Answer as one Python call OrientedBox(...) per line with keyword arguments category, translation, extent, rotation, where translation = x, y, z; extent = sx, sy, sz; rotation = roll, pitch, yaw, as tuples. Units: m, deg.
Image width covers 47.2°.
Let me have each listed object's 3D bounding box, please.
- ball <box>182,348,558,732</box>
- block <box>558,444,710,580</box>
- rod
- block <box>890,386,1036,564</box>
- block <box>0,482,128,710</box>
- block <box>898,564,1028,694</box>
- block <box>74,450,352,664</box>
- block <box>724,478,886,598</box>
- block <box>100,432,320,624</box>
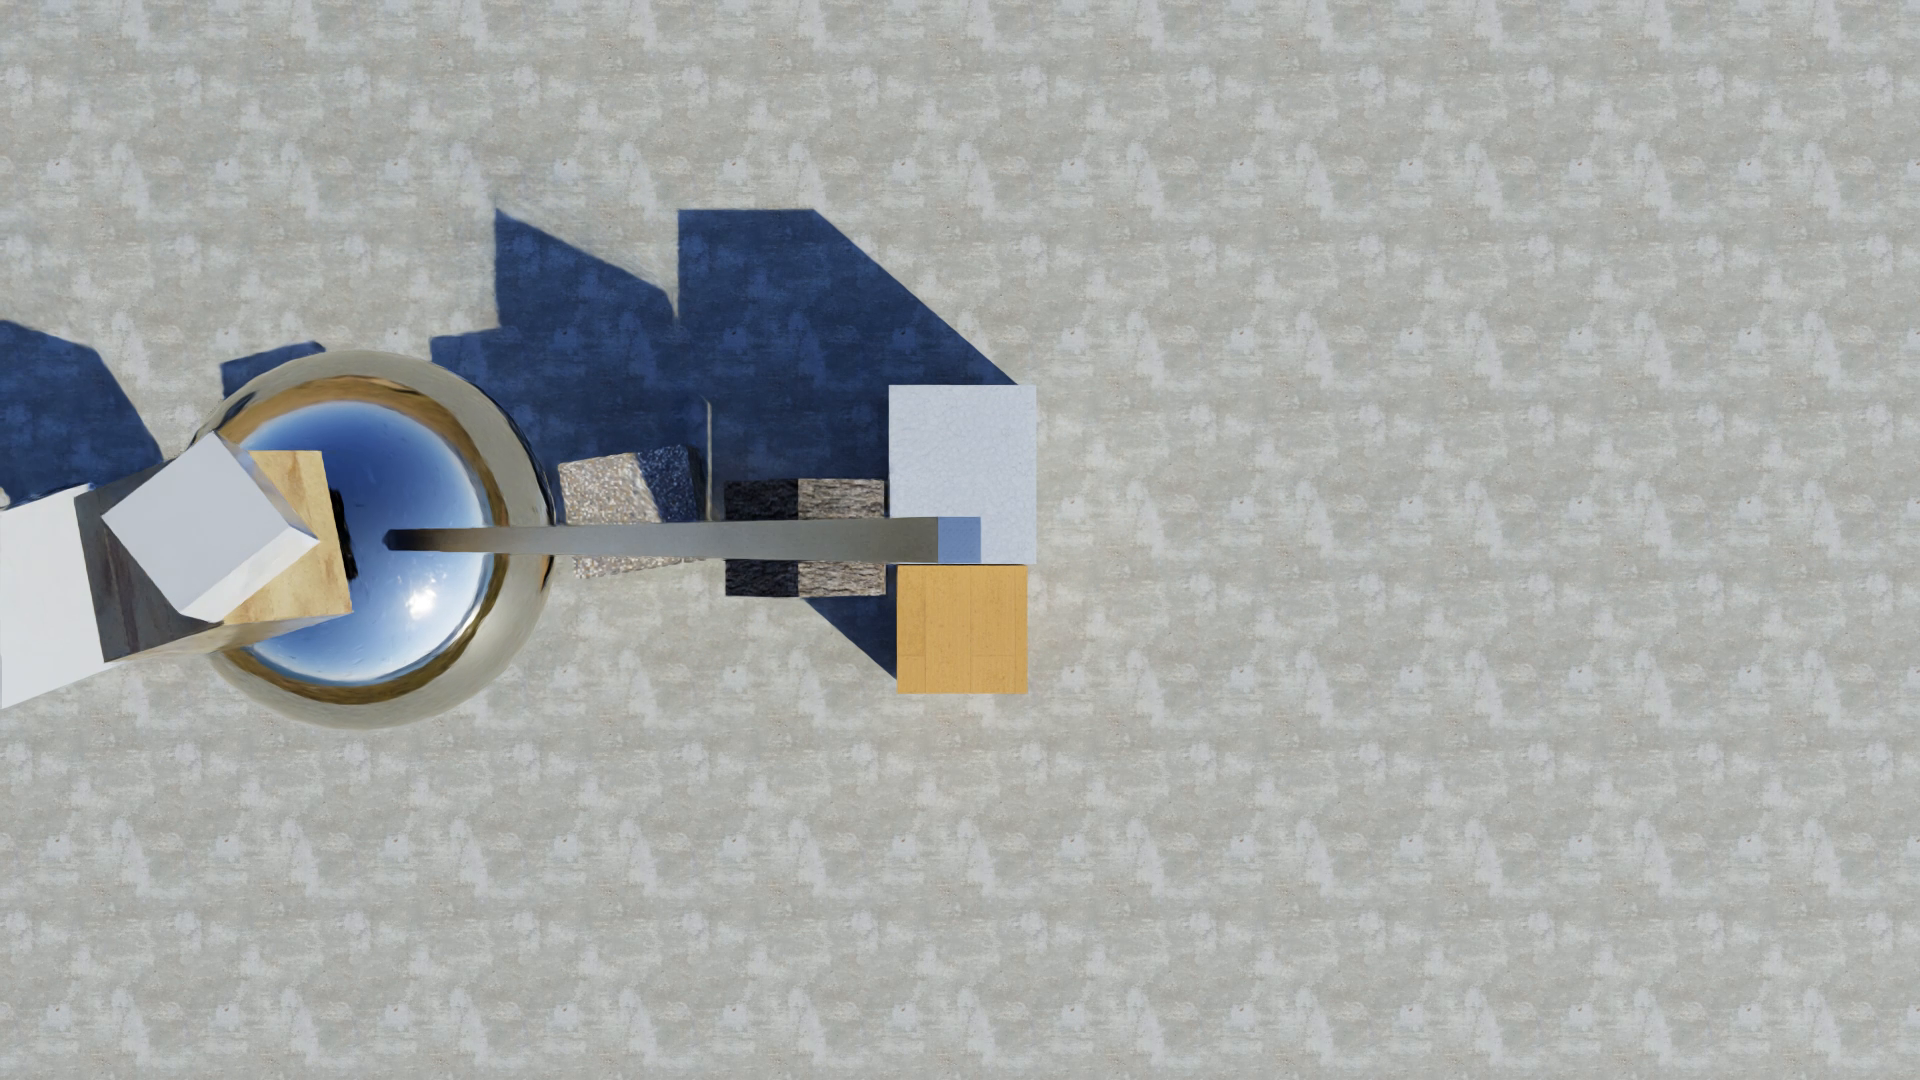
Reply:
OrientedBox(category="ball", translation=(-2.498, 0.000, 9.219), extent=(1.600, 1.600, 1.600), rotation=(0, 90, 0))
OrientedBox(category="block", translation=(-1.852, -0.162, 12.690), extent=(0.732, 0.619, 0.658), rotation=(-9, 90, 0))
OrientedBox(category="rod", translation=(-1.083, 0.000, 6.127), extent=(0.080, 5.200, 0.080), rotation=(0, 90, -25))
OrientedBox(category="block", translation=(0.015, -0.360, 12.549), extent=(0.810, 0.902, 0.984), rotation=(0, 90, 0))
OrientedBox(category="block", translation=(-3.995, 0.247, 9.331), extent=(0.808, 0.713, 0.753), rotation=(-23, 102, -27))
OrientedBox(category="block", translation=(0.012, 0.497, 12.603), extent=(0.723, 0.794, 0.710), rotation=(0, 90, 0))
OrientedBox(category="block", translation=(-2.743, 0.057, 8.085), extent=(0.670, 0.591, 0.620), rotation=(-15, 84, 31))
OrientedBox(category="block", translation=(-0.854, -0.011, 12.106), extent=(0.602, 0.653, 0.631), rotation=(-1, 90, -42))
OrientedBox(category="block", translation=(-2.523, -0.035, 7.439), extent=(0.452, 0.446, 0.411), rotation=(-39, 87, -7))
